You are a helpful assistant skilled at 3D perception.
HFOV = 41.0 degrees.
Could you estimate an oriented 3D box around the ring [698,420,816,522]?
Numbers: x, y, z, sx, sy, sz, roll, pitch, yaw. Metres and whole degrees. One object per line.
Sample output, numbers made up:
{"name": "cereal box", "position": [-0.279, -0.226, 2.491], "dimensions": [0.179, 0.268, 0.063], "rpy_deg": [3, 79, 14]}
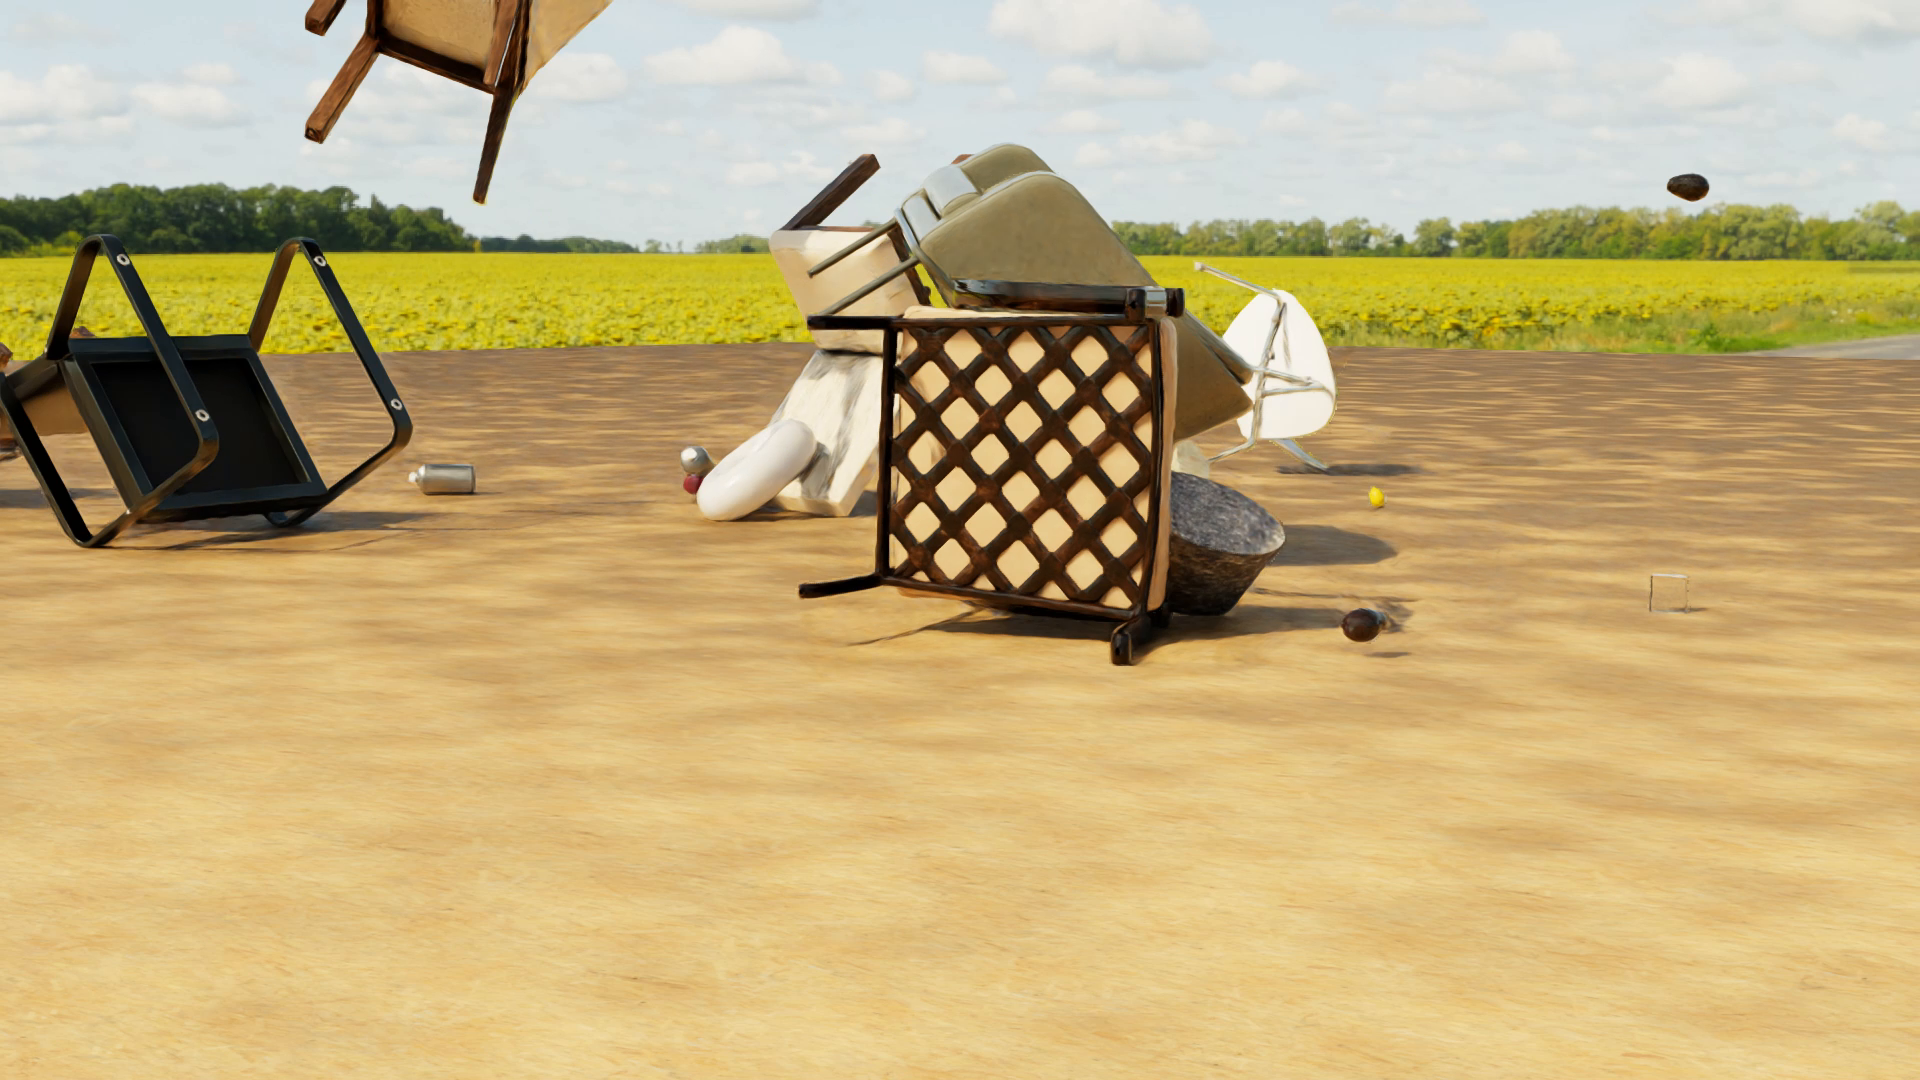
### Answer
{"name": "ring", "position": [-0.556, -0.190, 7.032], "dimensions": [0.312, 0.129, 0.448], "rpy_deg": [-24, 16, 37]}

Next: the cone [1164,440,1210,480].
{"name": "cone", "position": [0.679, -0.214, 8.106], "dimensions": [0.156, 0.158, 0.144], "rpy_deg": [-28, -10, 41]}

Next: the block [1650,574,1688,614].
{"name": "block", "position": [1.393, 0.105, 5.041], "dimensions": [0.067, 0.071, 0.037], "rpy_deg": [3, 7, 25]}

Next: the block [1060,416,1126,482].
{"name": "block", "position": [0.422, -0.287, 8.162], "dimensions": [0.118, 0.157, 0.098], "rpy_deg": [-25, -8, -32]}

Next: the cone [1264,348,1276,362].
{"name": "cone", "position": [0.959, -0.575, 7.896], "dimensions": [0.032, 0.039, 0.045], "rpy_deg": [20, 0, -38]}

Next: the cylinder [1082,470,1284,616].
{"name": "cylinder", "position": [0.416, 0.009, 4.848], "dimensions": [0.319, 0.133, 0.314], "rpy_deg": [20, -25, -3]}
